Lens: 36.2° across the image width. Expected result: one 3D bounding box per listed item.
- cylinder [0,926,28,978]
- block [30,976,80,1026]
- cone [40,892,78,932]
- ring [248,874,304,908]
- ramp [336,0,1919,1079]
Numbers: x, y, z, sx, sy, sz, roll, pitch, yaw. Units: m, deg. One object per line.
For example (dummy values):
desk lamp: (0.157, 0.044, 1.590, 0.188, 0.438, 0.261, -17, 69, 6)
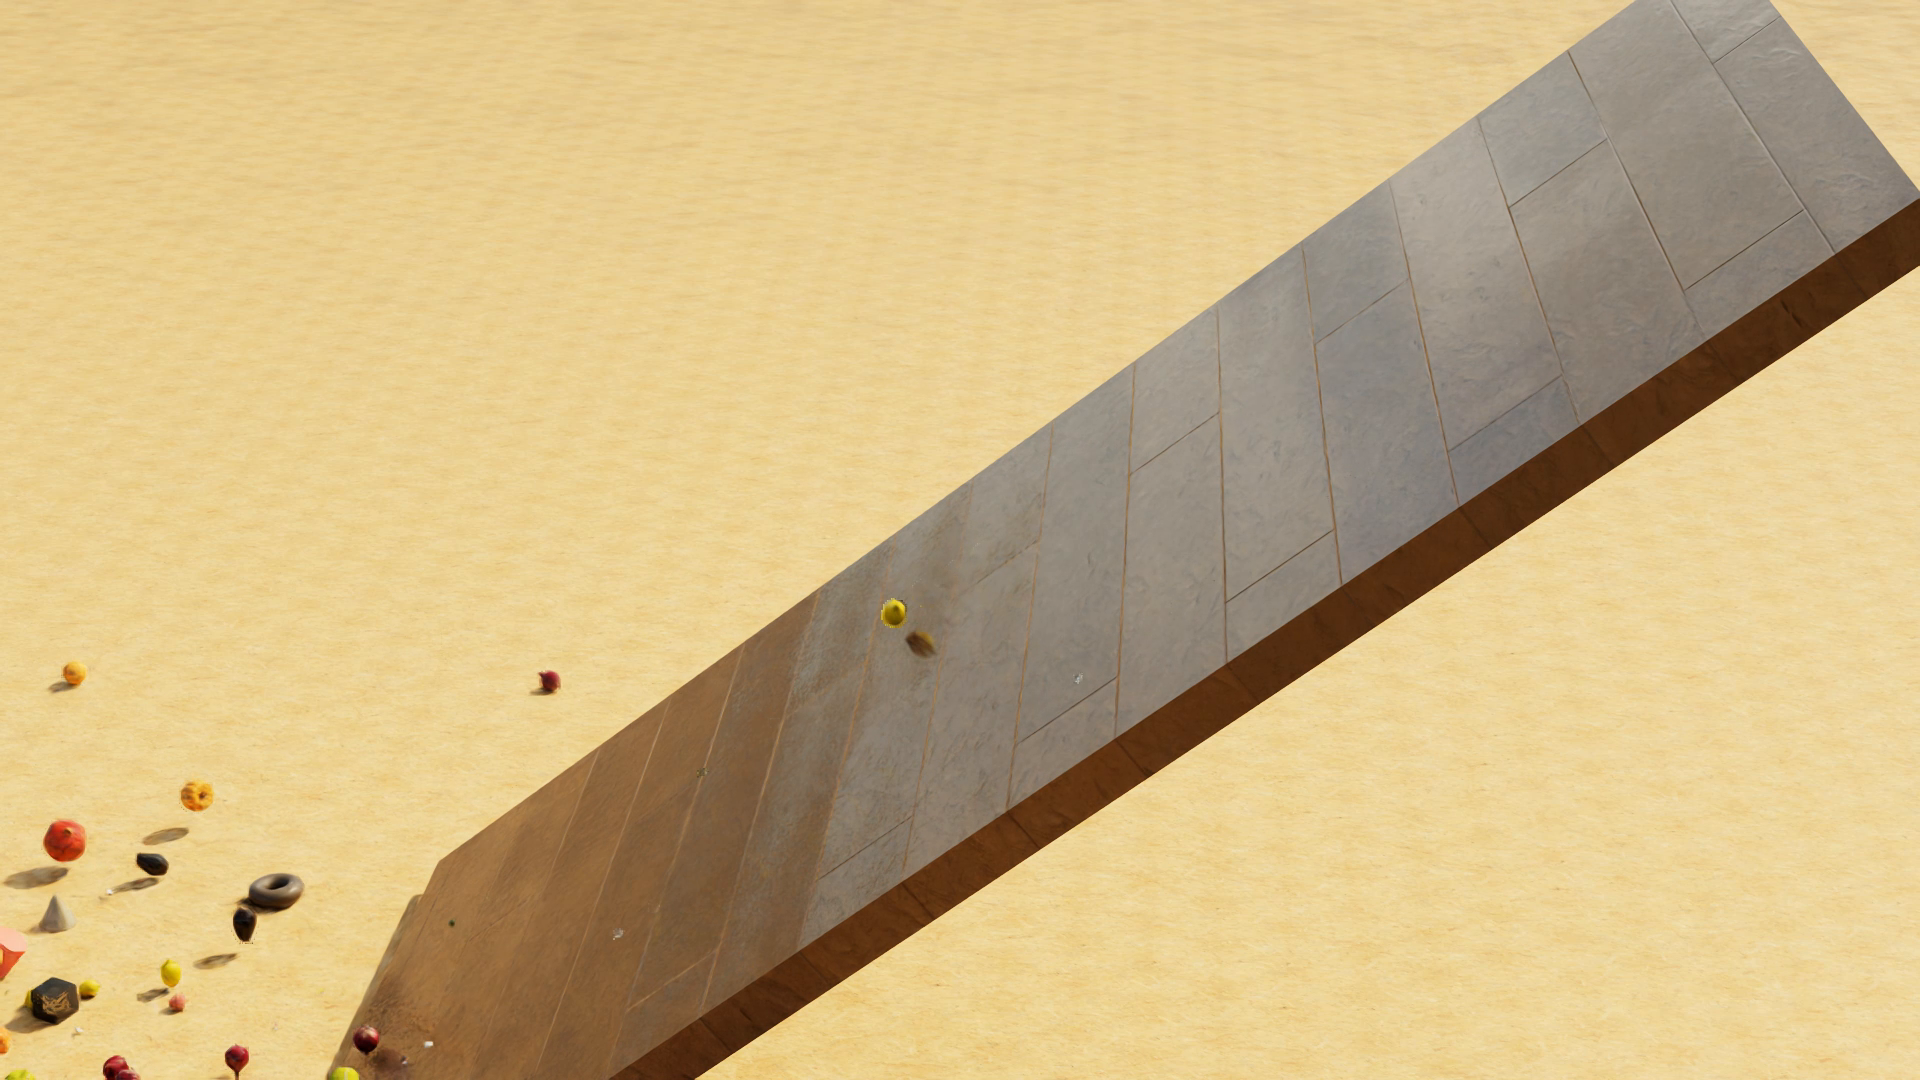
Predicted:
cylinder: (-2.423, 1.041, 7.430, 0.093, 0.093, 0.093, 38, 13, -11)
block: (-2.241, 1.141, 7.282, 0.076, 0.076, 0.076, 12, 26, 25)
cone: (-2.358, 0.959, 7.677, 0.096, 0.096, 0.096, 0, 23, 0)
ring: (-1.814, 0.930, 7.804, 0.148, 0.049, 0.148, -2, 20, 1)
ramp: (0.123, 0.183, 6.335, 4.000, 0.100, 2.000, -35, 16, 18)
